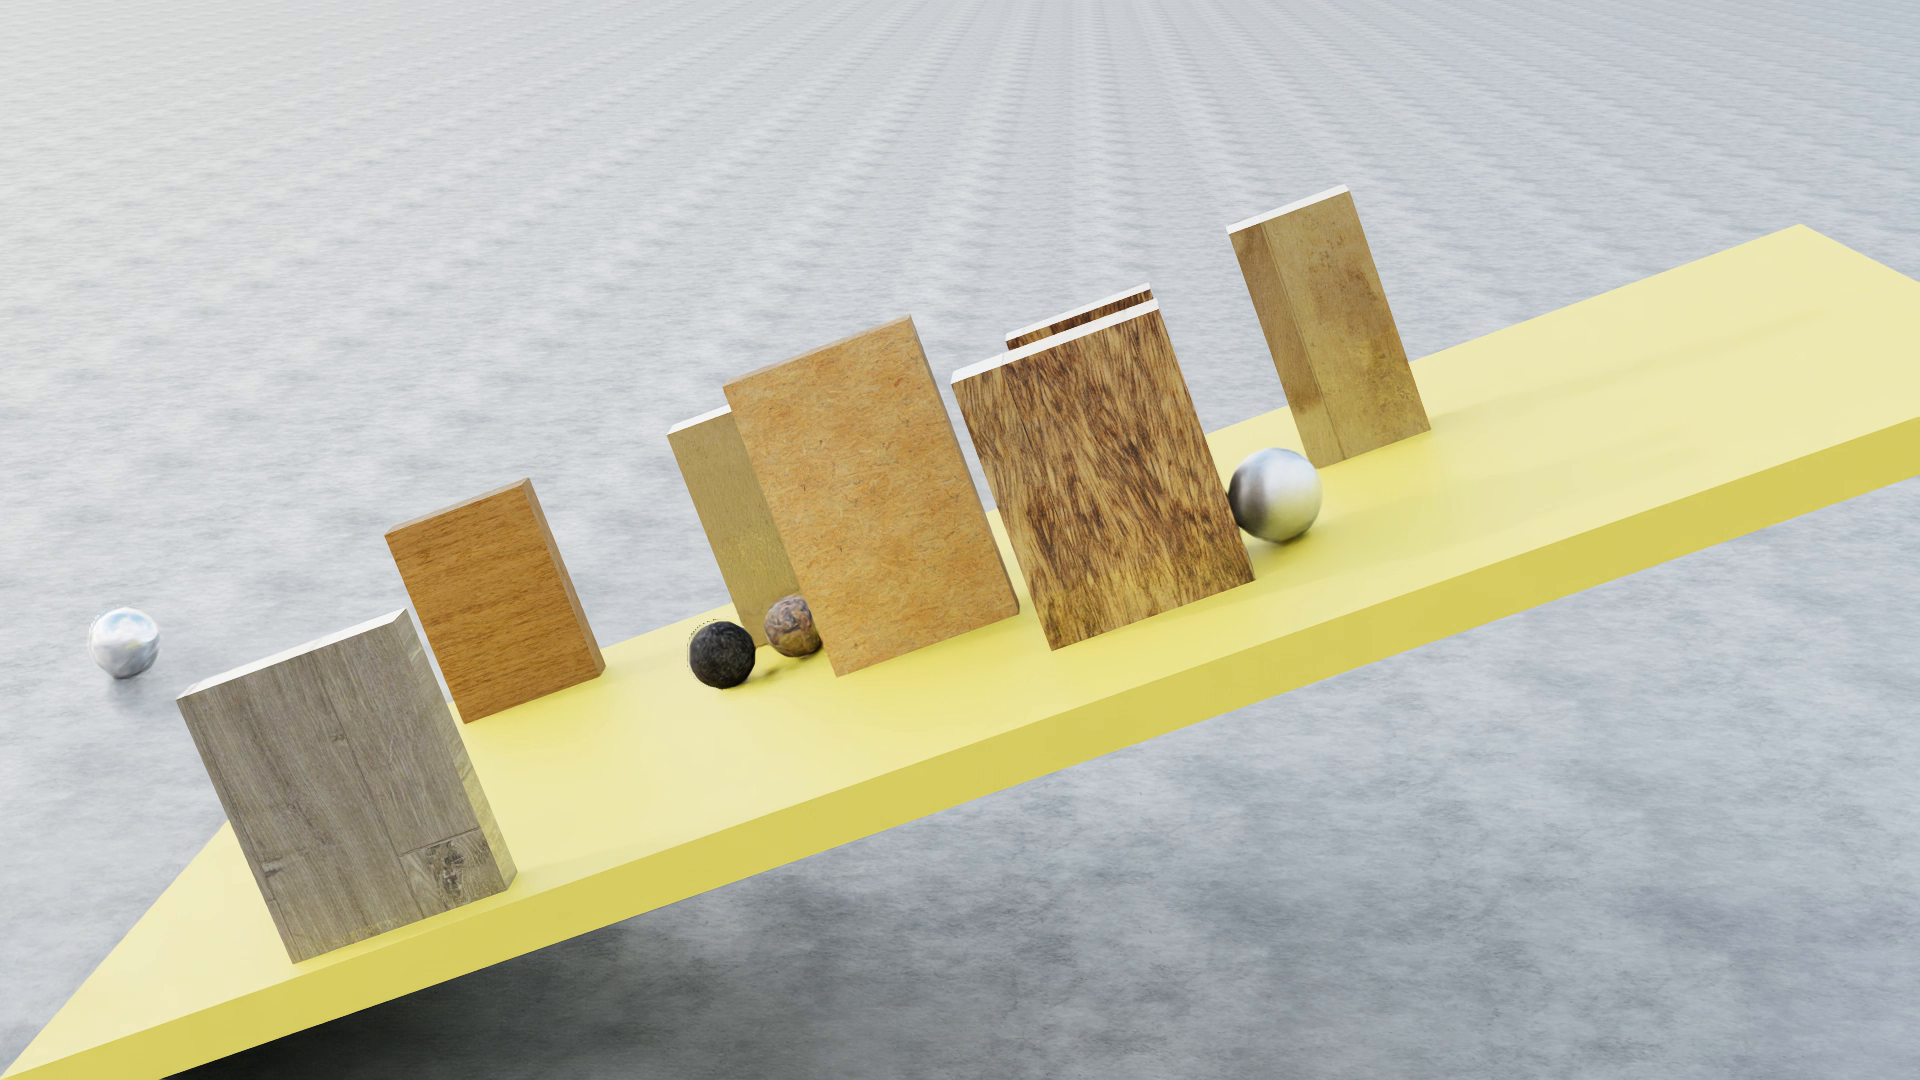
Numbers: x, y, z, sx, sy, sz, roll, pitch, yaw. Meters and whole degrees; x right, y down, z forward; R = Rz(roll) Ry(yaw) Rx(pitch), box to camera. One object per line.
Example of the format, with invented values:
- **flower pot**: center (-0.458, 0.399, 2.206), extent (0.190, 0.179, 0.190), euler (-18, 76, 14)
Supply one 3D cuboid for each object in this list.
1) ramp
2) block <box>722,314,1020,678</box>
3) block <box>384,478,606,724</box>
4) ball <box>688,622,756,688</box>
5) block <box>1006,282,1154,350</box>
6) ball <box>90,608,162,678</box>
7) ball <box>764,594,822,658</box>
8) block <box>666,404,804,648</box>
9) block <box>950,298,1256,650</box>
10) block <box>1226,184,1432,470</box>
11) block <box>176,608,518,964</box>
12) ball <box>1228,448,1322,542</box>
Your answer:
- **ramp**: center (0.116, 0.176, 6.297), extent (4.000, 0.100, 2.000), euler (-20, 11, 6)
- **block**: center (-0.181, -0.089, 6.130), extent (0.409, 0.660, 0.080), euler (-20, 11, 6)
- **block**: center (-1.118, 0.147, 7.089), extent (0.357, 0.500, 0.096), euler (-20, 11, 6)
- **ball**: center (-0.521, 0.252, 6.443), extent (0.148, 0.148, 0.148), euler (0, 13, 0)
- **block**: center (0.334, -0.191, 5.910), extent (0.303, 0.575, 0.095), euler (-20, 11, 6)
- **ball**: center (-2.446, 0.301, 8.622), extent (0.204, 0.204, 0.204), euler (0, 13, 0)
- **ball**: center (-0.360, 0.189, 6.466), extent (0.142, 0.142, 0.142), euler (0, 13, 0)
- **block**: center (-0.363, -0.078, 6.721), extent (0.435, 0.534, 0.125), euler (-20, 11, 6)
- **block**: center (0.281, -0.127, 5.731), extent (0.422, 0.564, 0.142), euler (-20, 11, 6)
- **block**: center (0.801, -0.461, 6.397), extent (0.271, 0.552, 0.126), euler (-20, 11, 6)
- **block**: center (-1.150, 0.465, 5.536), extent (0.443, 0.554, 0.104), euler (-20, 11, 6)
- **ball**: center (0.631, -0.089, 5.888), extent (0.190, 0.190, 0.190), euler (0, 13, 0)
